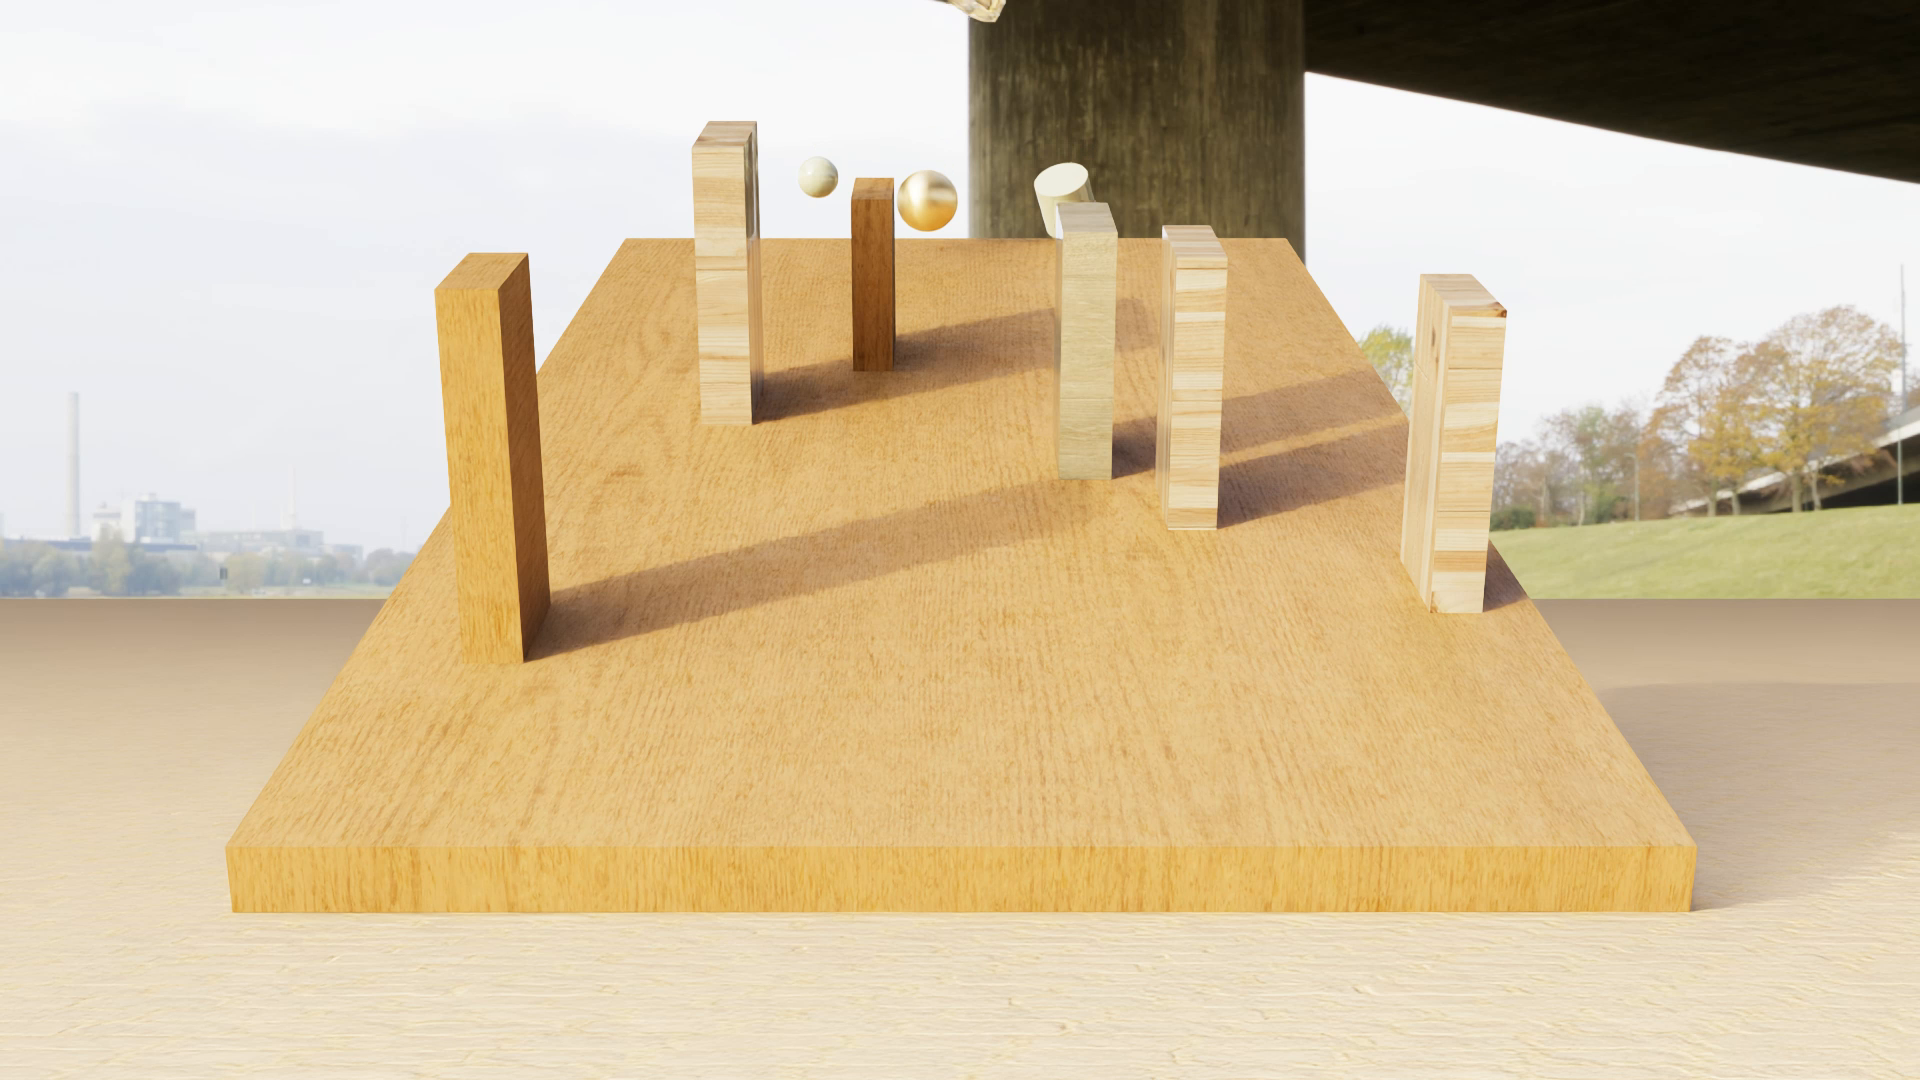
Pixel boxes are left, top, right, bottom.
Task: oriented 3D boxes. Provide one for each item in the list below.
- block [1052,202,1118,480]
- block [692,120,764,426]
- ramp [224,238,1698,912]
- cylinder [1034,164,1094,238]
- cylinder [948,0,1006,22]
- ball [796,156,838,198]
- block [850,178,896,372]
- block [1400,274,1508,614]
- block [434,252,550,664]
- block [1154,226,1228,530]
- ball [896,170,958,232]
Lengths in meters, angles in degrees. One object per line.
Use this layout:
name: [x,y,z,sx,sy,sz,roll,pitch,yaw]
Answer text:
block: [0.254,-0.413,4.651,0.107,0.510,0.299,0,19,0]
block: [-0.513,-0.599,5.028,0.110,0.609,0.361,0,19,0]
ramp: [-0.005,-0.202,4.969,2.000,0.100,4.000,0,19,0]
cylinder: [0.327,-1.035,6.905,0.166,0.166,0.166,0,-45,20]
cylinder: [0.064,-1.581,6.370,0.174,0.174,0.174,27,-3,1]
ball: [-0.399,-1.019,6.341,0.117,0.117,0.117,0,-1,0]
block: [-0.208,-0.645,5.453,0.095,0.412,0.283,0,19,0]
block: [0.855,-0.172,3.934,0.090,0.534,0.274,0,19,0]
block: [-0.760,-0.136,3.696,0.098,0.621,0.267,0,19,0]
block: [0.442,-0.316,4.354,0.093,0.527,0.292,0,19,0]
ball: [-0.094,-0.978,6.511,0.179,0.179,0.179,0,-1,0]
